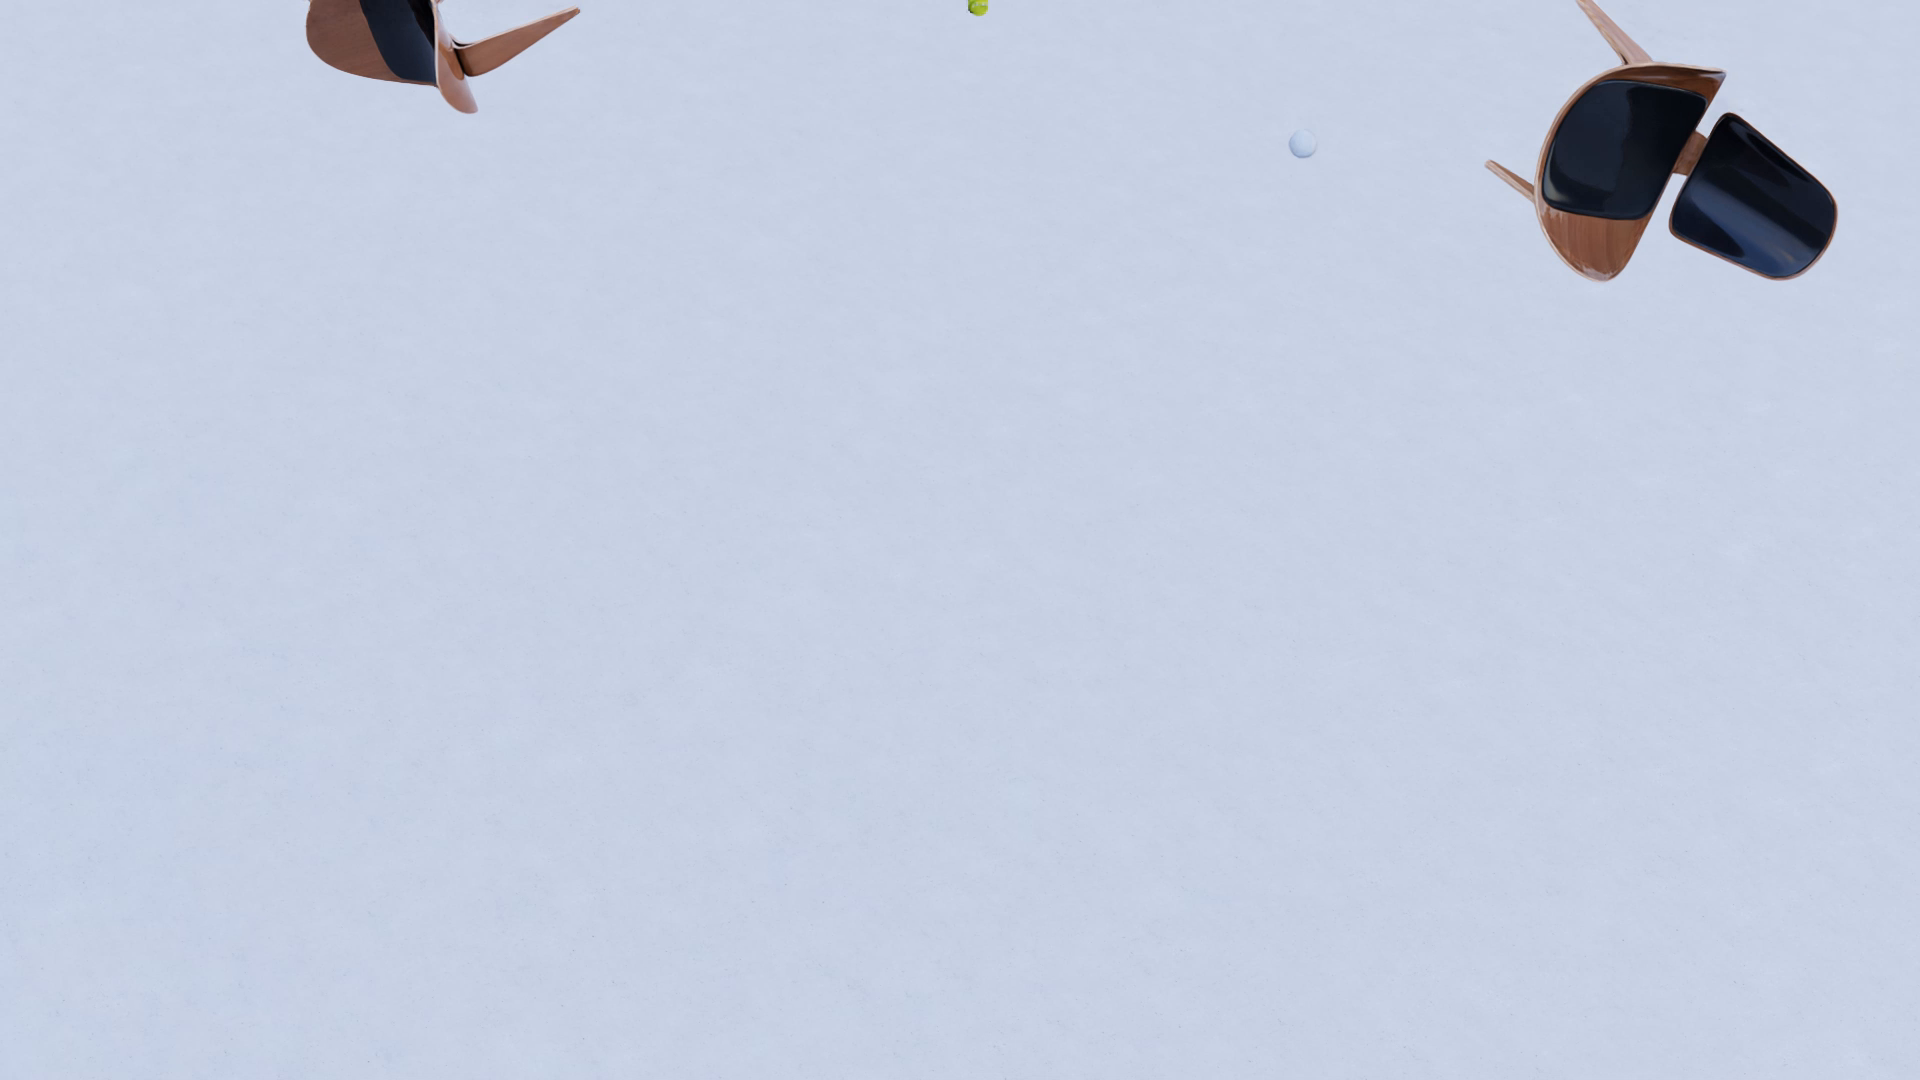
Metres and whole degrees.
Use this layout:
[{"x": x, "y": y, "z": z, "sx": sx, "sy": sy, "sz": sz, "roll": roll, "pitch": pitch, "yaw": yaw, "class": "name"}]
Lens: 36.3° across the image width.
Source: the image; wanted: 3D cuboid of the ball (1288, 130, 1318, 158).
[{"x": 1.052, "y": -1.214, "z": 8.986, "sx": 0.087, "sy": 0.087, "sz": 0.087, "roll": 0, "pitch": 33, "yaw": 0, "class": "ball"}]
